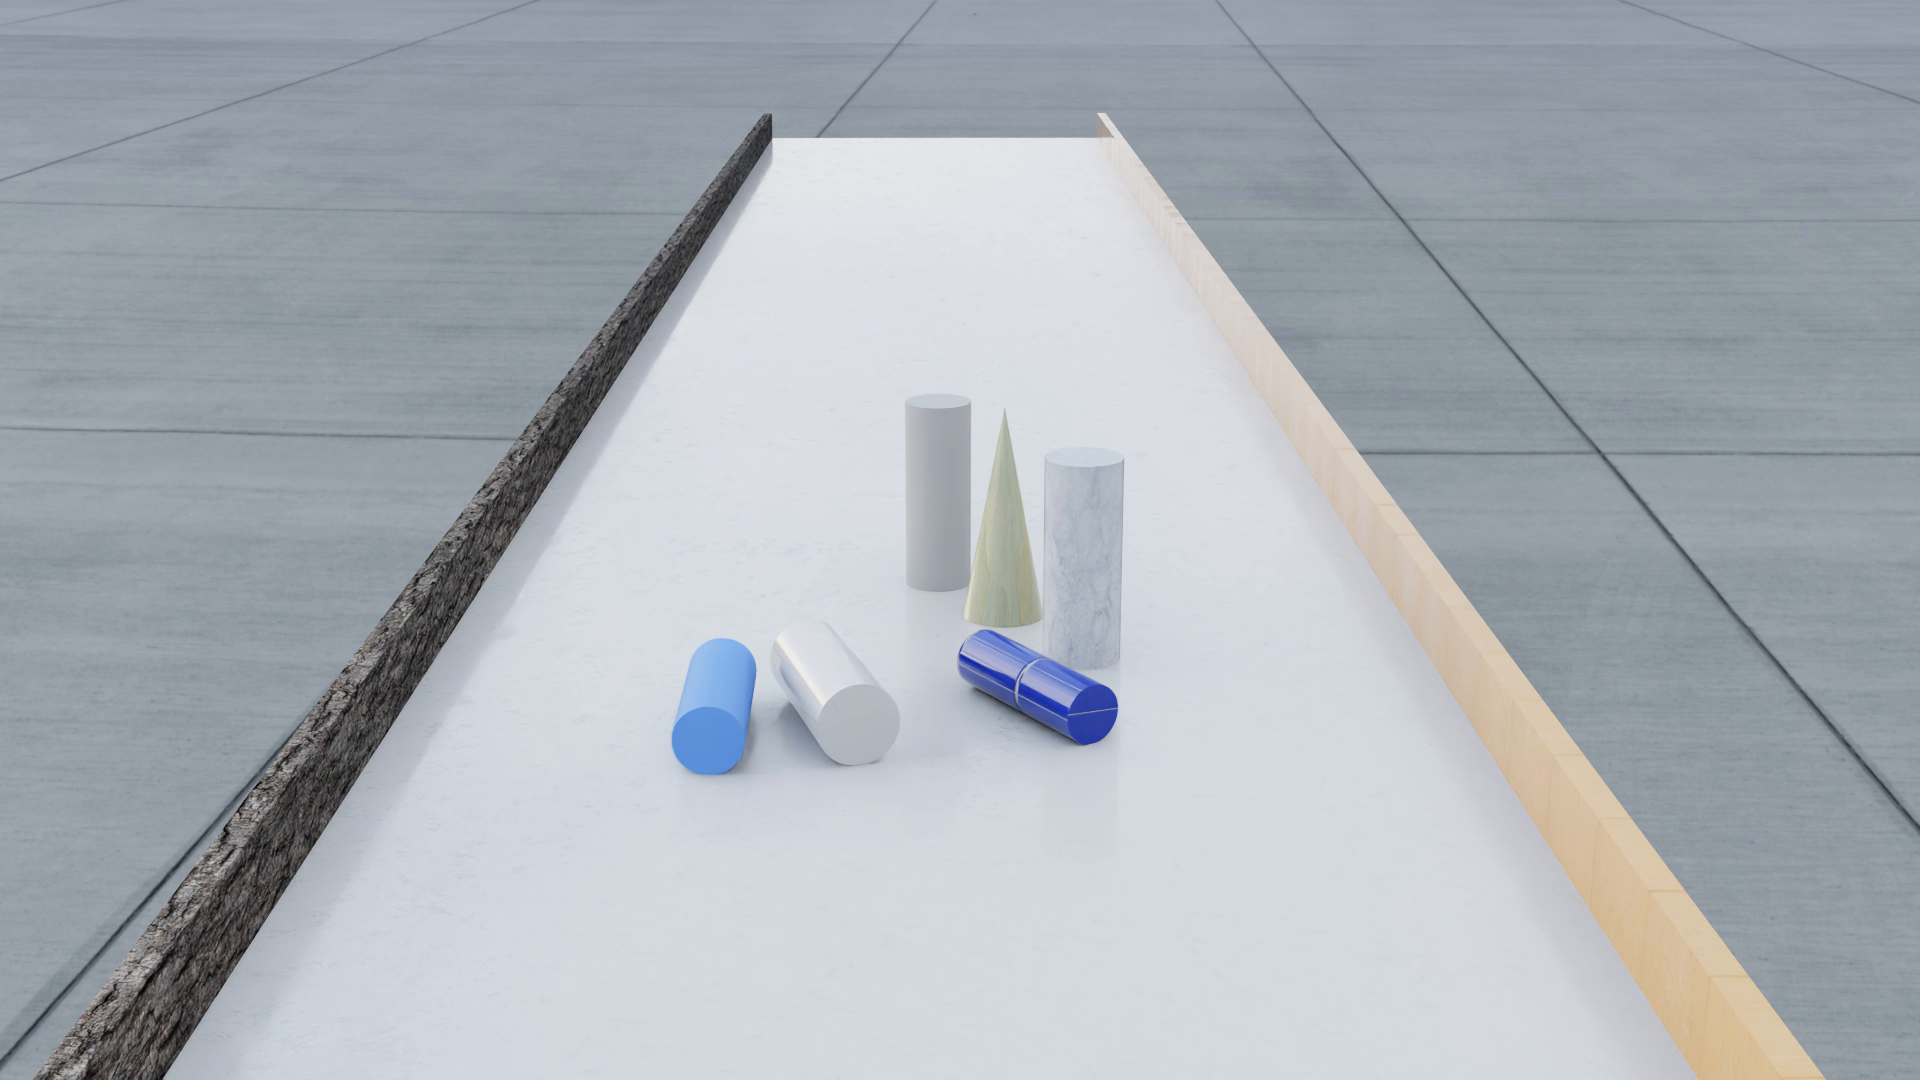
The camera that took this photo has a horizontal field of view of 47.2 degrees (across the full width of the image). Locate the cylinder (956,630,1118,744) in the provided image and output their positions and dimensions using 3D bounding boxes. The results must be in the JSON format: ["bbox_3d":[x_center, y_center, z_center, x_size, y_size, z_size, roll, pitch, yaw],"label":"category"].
[{"bbox_3d":[0.141,0.271,4.117,0.114,0.114,0.367,-10,19,-31],"label":"cylinder"}]

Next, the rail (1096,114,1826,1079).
[{"bbox_3d":[0.932,-0.844,7.801,0.050,0.150,12.000,0,17,-1],"label":"rail"}]

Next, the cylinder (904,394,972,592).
[{"bbox_3d":[-0.048,-0.105,4.853,0.144,0.414,0.144,0,17,0],"label":"cylinder"}]

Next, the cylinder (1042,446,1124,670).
[{"bbox_3d":[0.244,0.036,4.375,0.156,0.416,0.156,0,17,0],"label":"cylinder"}]

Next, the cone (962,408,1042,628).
[{"bbox_3d":[0.093,-0.059,4.626,0.173,0.456,0.173,0,17,0],"label":"cone"}]

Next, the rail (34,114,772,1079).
[{"bbox_3d":[-1.118,-0.838,7.780,0.050,0.150,12.000,0,17,-1],"label":"rail"}]

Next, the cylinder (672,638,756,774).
[{"bbox_3d":[-0.444,0.298,4.000,0.128,0.128,0.363,-1,17,-2],"label":"cylinder"}]

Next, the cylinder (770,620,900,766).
[{"bbox_3d":[-0.234,0.275,4.036,0.152,0.152,0.373,-5,17,-17],"label":"cylinder"}]
